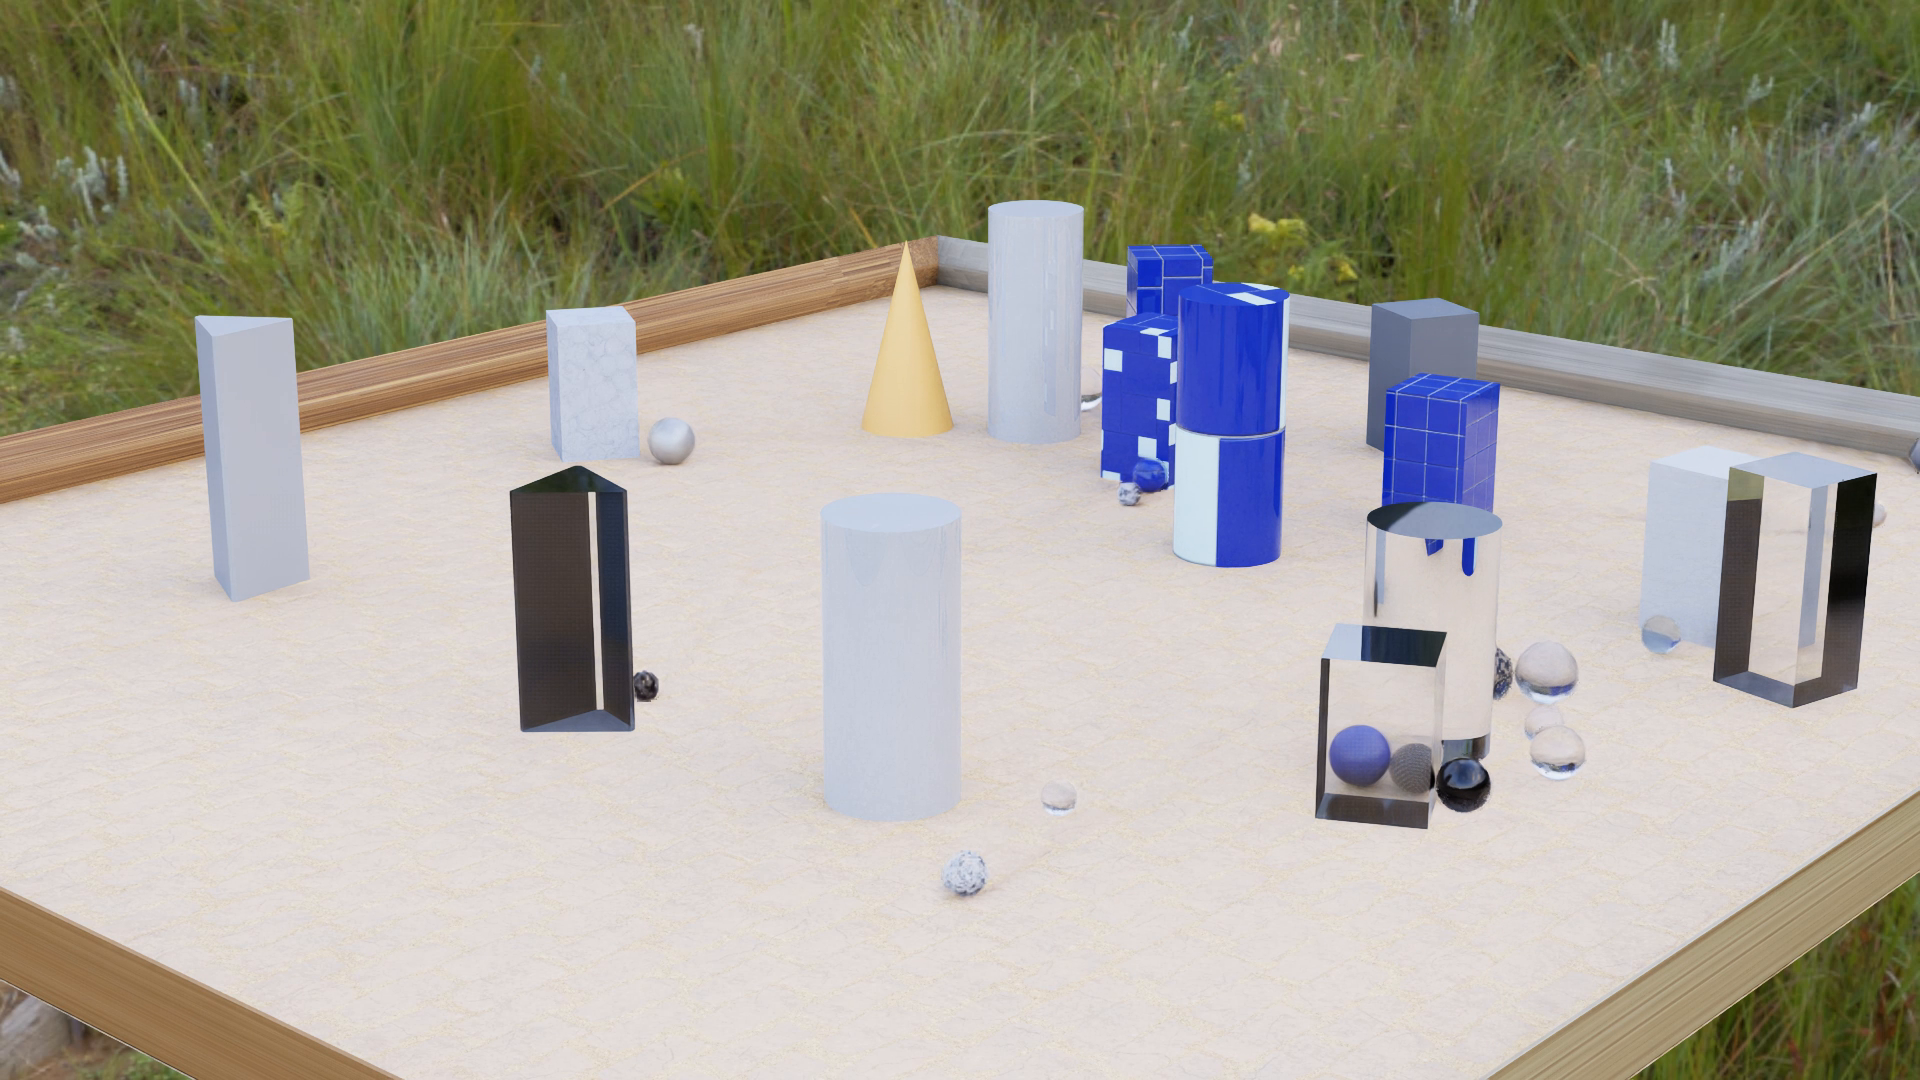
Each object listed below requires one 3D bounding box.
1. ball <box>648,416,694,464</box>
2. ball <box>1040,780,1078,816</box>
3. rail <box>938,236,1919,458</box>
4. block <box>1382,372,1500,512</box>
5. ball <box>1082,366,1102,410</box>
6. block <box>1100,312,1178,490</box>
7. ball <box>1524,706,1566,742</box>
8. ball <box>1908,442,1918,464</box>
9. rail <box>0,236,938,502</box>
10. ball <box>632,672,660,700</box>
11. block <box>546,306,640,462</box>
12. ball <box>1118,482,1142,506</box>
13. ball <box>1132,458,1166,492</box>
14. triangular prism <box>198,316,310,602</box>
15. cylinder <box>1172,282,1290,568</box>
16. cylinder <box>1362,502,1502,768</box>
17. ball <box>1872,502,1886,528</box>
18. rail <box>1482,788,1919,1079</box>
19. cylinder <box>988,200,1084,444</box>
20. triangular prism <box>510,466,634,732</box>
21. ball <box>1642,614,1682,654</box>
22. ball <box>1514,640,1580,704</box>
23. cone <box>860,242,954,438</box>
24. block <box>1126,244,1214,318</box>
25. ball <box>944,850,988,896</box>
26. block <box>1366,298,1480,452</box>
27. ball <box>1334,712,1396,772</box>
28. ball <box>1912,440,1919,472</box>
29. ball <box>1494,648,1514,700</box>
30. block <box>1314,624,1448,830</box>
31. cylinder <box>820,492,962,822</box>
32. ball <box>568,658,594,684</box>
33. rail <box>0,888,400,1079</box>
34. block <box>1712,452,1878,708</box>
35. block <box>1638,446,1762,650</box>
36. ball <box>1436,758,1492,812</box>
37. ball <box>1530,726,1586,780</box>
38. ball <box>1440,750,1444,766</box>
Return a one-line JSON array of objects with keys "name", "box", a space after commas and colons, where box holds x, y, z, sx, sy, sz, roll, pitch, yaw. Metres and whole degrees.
[{"name": "ball", "box": [-0.588, -0.203, 5.961, 0.096, 0.096, 0.096, 0, 17, 0]}, {"name": "ball", "box": [0.140, 0.365, 4.153, 0.052, 0.052, 0.052, 0, 17, 0]}, {"name": "rail", "box": [1.271, -0.390, 6.522, 3.567, 0.129, 0.045, 14, 22, 39]}, {"name": "block", "box": [0.896, -0.151, 5.475, 0.159, 0.278, 0.159, 10, 19, 30]}, {"name": "ball", "box": [0.267, -0.330, 6.386, 0.094, 0.094, 0.094, 0, 17, 0]}, {"name": "block", "box": [0.393, -0.279, 5.841, 0.159, 0.311, 0.159, 12, 20, 34]}, {"name": "ball", "box": [0.881, 0.281, 4.414, 0.062, 0.062, 0.062, 0, 17, 0]}, {"name": "ball", "box": [1.948, -0.172, 5.927, 0.057, 0.057, 0.057, 0, 17, 0]}, {"name": "rail", "box": [-1.329, -0.301, 6.225, 0.045, 0.129, 3.926, 14, 22, 39]}, {"name": "ball", "box": [-0.496, 0.230, 4.610, 0.047, 0.047, 0.047, 0, 17, 0]}, {"name": "block", "box": [-0.755, -0.322, 6.031, 0.159, 0.283, 0.159, -5, 17, -15]}, {"name": "ball", "box": [0.329, -0.090, 5.674, 0.046, 0.046, 0.046, 0, 17, 0]}, {"name": "ball", "box": [0.371, -0.126, 5.759, 0.066, 0.066, 0.066, 0, 17, 0]}, {"name": "triangular prism", "box": [-1.270, -0.151, 5.135, 0.149, 0.473, 0.172, 12, 21, 35]}, {"name": "cylinder", "box": [0.490, -0.209, 5.313, 0.198, 0.482, 0.198, 0, 17, 0]}, {"name": "cylinder", "box": [0.700, 0.140, 4.374, 0.198, 0.354, 0.198, 0, 17, 0]}, {"name": "ball", "box": [1.720, -0.047, 5.526, 0.049, 0.049, 0.049, 0, 17, 0]}, {"name": "rail", "box": [1.329, 0.365, 4.015, 0.045, 0.129, 3.926, 14, 22, 39]}, {"name": "cylinder", "box": [0.157, -0.457, 6.143, 0.198, 0.478, 0.198, 0, 17, 0]}, {"name": "triangular prism", "box": [-0.587, 0.089, 4.500, 0.172, 0.381, 0.149, 0, 17, -1]}, {"name": "ball", "box": [1.156, 0.155, 4.830, 0.063, 0.063, 0.063, 0, 17, 0]}, {"name": "ball", "box": [0.919, 0.208, 4.592, 0.099, 0.099, 0.099, 0, 17, 0]}, {"name": "cone", "box": [-0.113, -0.437, 6.208, 0.198, 0.402, 0.198, 0, 17, 0]}, {"name": "block", "box": [0.443, -0.432, 6.250, 0.159, 0.368, 0.159, -1, 17, -4]}, {"name": "ball", "box": [0.008, 0.442, 3.884, 0.060, 0.060, 0.060, 0, 17, 0]}, {"name": "block", "box": [0.951, -0.331, 6.037, 0.159, 0.298, 0.159, -7, 18, -21]}, {"name": "ball", "box": [0.594, 0.297, 4.312, 0.090, 0.090, 0.090, 0, 17, 0]}, {"name": "ball", "box": [1.949, -0.167, 5.847, 0.093, 0.093, 0.093, 0, 17, 0]}, {"name": "ball", "box": [0.824, 0.209, 4.605, 0.090, 0.090, 0.090, 0, 17, 0]}, {"name": "block", "box": [0.599, 0.263, 4.166, 0.159, 0.240, 0.159, 4, 17, 14]}, {"name": "cylinder", "box": [-0.097, 0.165, 4.169, 0.198, 0.426, 0.198, 0, 17, 0]}, {"name": "ball", "box": [-0.605, 0.208, 4.691, 0.041, 0.041, 0.041, 0, 17, 0]}, {"name": "rail", "box": [-1.271, 0.455, 3.718, 3.567, 0.129, 0.045, 14, 22, 39]}, {"name": "block", "box": [1.318, 0.061, 4.634, 0.159, 0.357, 0.159, -12, 20, -34]}, {"name": "block", "box": [1.260, 0.010, 4.914, 0.159, 0.291, 0.159, -14, 22, -40]}, {"name": "ball", "box": [0.715, 0.348, 4.164, 0.078, 0.078, 0.078, 0, 17, 0]}, {"name": "ball", "box": [0.873, 0.311, 4.284, 0.080, 0.080, 0.080, 0, 17, 0]}, {"name": "ball", "box": [0.670, 0.314, 4.287, 0.073, 0.073, 0.073, 0, 17, 0]}]
